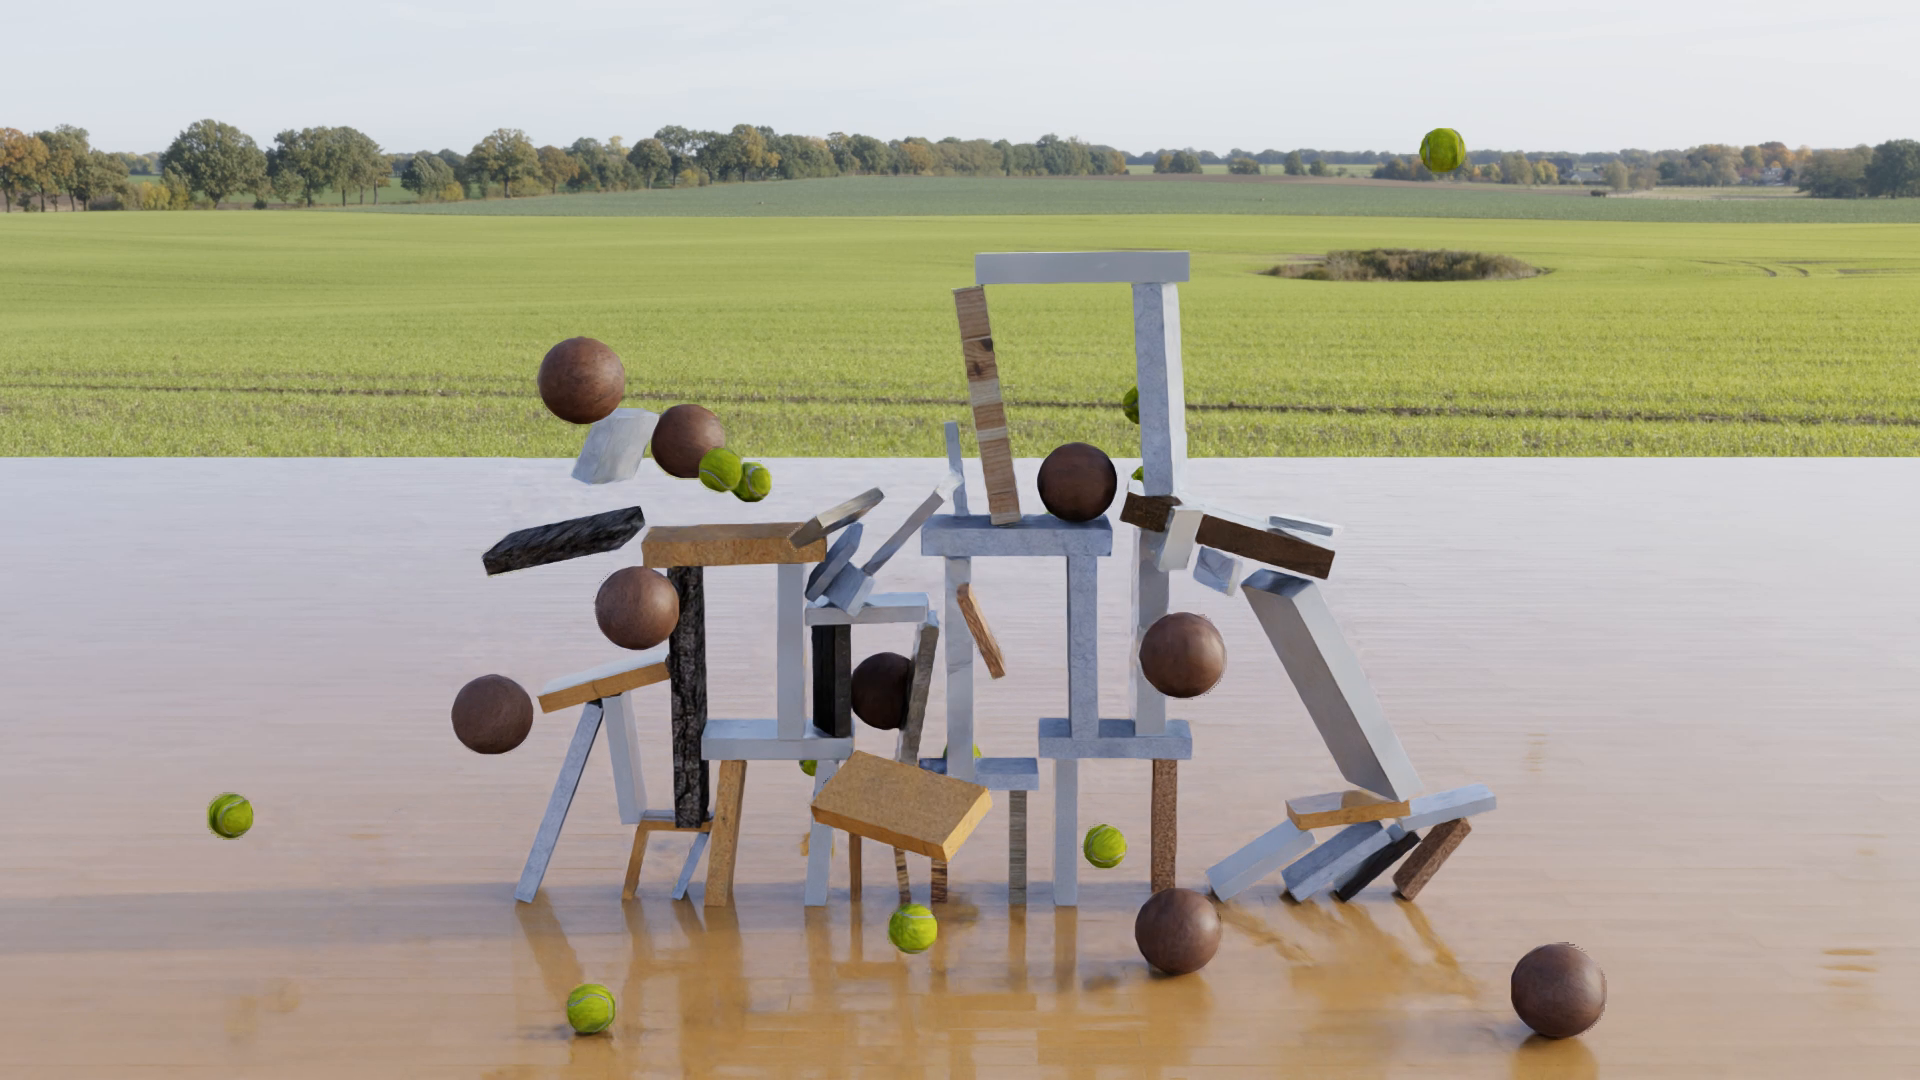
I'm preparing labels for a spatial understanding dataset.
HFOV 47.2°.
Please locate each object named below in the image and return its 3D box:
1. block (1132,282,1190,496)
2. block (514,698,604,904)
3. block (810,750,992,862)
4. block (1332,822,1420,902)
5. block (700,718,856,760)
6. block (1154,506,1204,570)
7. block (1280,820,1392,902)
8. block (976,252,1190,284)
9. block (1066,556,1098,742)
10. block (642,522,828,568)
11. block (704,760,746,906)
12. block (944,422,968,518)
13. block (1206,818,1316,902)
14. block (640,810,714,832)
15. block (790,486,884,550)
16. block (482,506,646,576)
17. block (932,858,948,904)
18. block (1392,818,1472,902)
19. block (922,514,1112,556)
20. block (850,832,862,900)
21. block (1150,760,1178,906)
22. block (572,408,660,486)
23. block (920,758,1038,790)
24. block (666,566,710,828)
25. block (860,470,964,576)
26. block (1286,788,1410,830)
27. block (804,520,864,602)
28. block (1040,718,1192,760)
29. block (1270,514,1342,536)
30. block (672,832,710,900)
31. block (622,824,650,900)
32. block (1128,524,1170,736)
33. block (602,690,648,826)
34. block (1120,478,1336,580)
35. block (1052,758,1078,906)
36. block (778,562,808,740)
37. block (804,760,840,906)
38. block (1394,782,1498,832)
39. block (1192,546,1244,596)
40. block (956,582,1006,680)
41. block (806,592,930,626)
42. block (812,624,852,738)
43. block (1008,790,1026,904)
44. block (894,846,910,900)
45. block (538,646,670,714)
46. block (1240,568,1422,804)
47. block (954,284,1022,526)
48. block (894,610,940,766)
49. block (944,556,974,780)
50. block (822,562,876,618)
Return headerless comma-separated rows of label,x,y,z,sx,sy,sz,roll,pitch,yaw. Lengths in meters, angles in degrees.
block,0.323,-0.245,3.528,0.047,0.333,0.167,-2,6,14
block,-0.657,0.421,3.644,0.030,0.354,0.108,21,9,-5
block,-0.085,0.377,3.129,0.237,0.034,0.118,12,45,34
block,0.690,0.530,3.658,0.159,0.023,0.080,-41,7,8
block,-0.297,0.327,3.619,0.247,0.035,0.124,0,11,-1
block,0.342,-0.003,3.440,0.053,0.105,0.015,2,25,-29
block,0.624,0.527,3.658,0.186,0.026,0.093,-35,9,5
block,0.192,-0.433,3.506,0.333,0.047,0.167,-1,6,1
block,0.199,0.163,3.586,0.043,0.302,0.151,-1,9,1
block,-0.362,0.006,3.565,0.289,0.041,0.144,-2,11,-1
block,-0.387,0.467,3.646,0.035,0.248,0.124,7,10,-2
block,-0.006,-0.113,3.565,0.022,0.152,0.076,-7,0,0
block,0.501,0.528,3.662,0.186,0.026,0.093,-33,10,4
block,-0.466,0.465,3.643,0.122,0.017,0.061,2,11,0
block,-0.192,-0.034,3.444,0.152,0.022,0.076,-28,-8,-48
block,-0.640,0.001,3.555,0.237,0.034,0.118,-11,17,17
block,-0.034,0.495,3.649,0.028,0.194,0.097,0,11,-1
block,0.784,0.521,3.657,0.023,0.159,0.080,37,8,-6
block,0.091,-0.008,3.561,0.302,0.043,0.151,0,9,0
block,-0.173,0.531,3.654,0.017,0.121,0.061,0,11,-1
block,0.338,0.468,3.645,0.035,0.247,0.124,0,10,3
block,-0.561,-0.155,3.596,0.034,0.118,0.237,25,7,6
block,0.031,0.386,3.627,0.194,0.028,0.097,0,11,-1
block,-0.444,0.243,3.607,0.041,0.433,0.144,0,11,0
block,-0.093,-0.007,3.500,0.276,0.022,0.076,-45,2,37
block,0.642,0.443,3.646,0.186,0.026,0.093,-7,10,-3
block,-0.202,0.034,3.532,0.019,0.134,0.067,32,31,-14
block,0.255,0.327,3.629,0.247,0.035,0.124,0,10,2
block,0.554,-0.024,3.519,0.105,0.015,0.053,13,9,26
block,-0.445,0.532,3.656,0.017,0.121,0.061,23,10,-5
block,-0.537,0.530,3.656,0.017,0.121,0.061,13,10,-2
block,0.312,0.137,3.630,0.048,0.338,0.169,1,10,1
block,-0.552,0.350,3.628,0.030,0.215,0.108,-7,10,0
block,0.428,-0.019,3.547,0.338,0.048,0.169,16,10,2
block,0.174,0.467,3.648,0.035,0.247,0.124,0,10,0
block,-0.273,0.167,3.594,0.041,0.289,0.144,0,11,-1
block,-0.227,0.467,3.646,0.035,0.247,0.124,5,10,-1
block,0.801,0.442,3.643,0.159,0.023,0.080,-14,10,-1
block,0.384,0.046,3.275,0.015,0.053,0.105,12,8,-25
block,0.031,0.133,3.241,0.019,0.134,0.067,-23,17,6
block,-0.149,0.111,3.549,0.193,0.027,0.096,-2,12,2
block,-0.210,0.217,3.588,0.027,0.193,0.096,-5,12,-26
block,0.095,0.495,3.649,0.028,0.194,0.097,0,11,0
block,-0.099,0.530,3.651,0.017,0.121,0.061,-7,13,-2
block,-0.577,0.229,3.612,0.215,0.030,0.108,-16,10,3
block,0.606,0.237,3.595,0.048,0.408,0.169,-35,18,-14
block,0.046,-0.221,3.546,0.047,0.375,0.167,-9,7,3
block,-0.077,0.288,3.589,0.027,0.336,0.096,8,14,-6
block,-0.002,0.195,3.586,0.043,0.362,0.151,-1,11,-1
block,-0.178,0.074,3.498,0.019,0.067,0.134,31,0,-25
